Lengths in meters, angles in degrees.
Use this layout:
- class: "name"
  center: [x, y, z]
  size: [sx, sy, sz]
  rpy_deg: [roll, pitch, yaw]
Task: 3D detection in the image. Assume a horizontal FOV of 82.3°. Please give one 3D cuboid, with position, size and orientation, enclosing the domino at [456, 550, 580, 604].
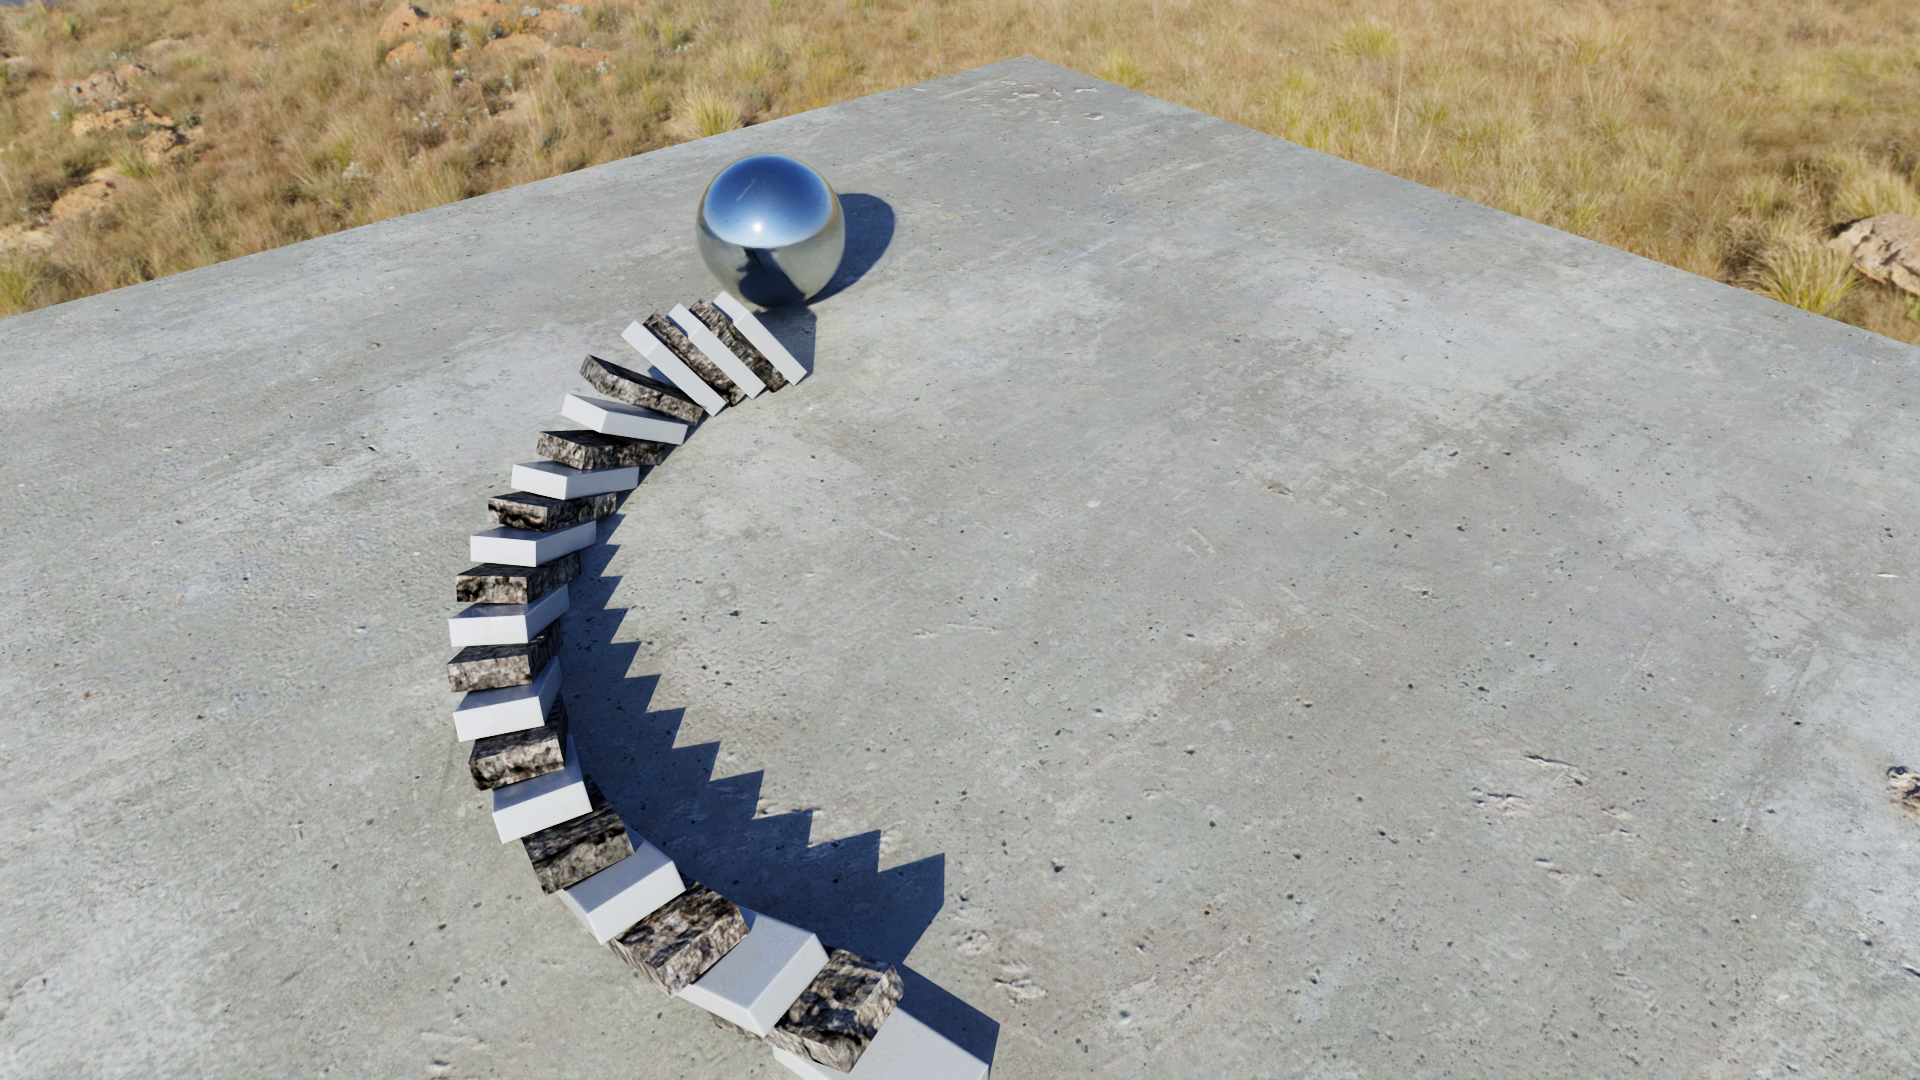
- class: "domino"
  center: [-0.163, 0.013, 0.409]
  size: [0.025, 0.009, 0.050]
  rpy_deg: [2, 10, 2]

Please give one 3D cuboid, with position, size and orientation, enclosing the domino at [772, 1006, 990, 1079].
- class: "domino"
  center: [-0.020, 0.133, 0.281]
  size: [0.050, 0.009, 0.025]
  rpy_deg: [22, 44, 25]

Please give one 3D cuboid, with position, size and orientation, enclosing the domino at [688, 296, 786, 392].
- class: "domino"
  center: [-0.106, -0.093, 0.528]
  size: [0.010, 0.050, 0.025]
  rpy_deg: [-47, 51, -2]

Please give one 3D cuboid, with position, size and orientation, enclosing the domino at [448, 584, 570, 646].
- class: "domino"
  center: [-0.160, 0.026, 0.393]
  size: [0.025, 0.009, 0.050]
  rpy_deg: [-3, 10, -3]

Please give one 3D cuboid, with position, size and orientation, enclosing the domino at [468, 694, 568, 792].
- class: "domino"
  center: [-0.139, 0.063, 0.348]
  size: [0.025, 0.010, 0.050]
  rpy_deg: [-14, 12, -16]

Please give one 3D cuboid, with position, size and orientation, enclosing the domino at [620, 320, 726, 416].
- class: "domino"
  center: [-0.132, -0.079, 0.510]
  size: [0.010, 0.050, 0.025]
  rpy_deg: [-48, 52, -4]

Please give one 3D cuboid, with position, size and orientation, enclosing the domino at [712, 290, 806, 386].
- class: "domino"
  center: [-0.097, -0.097, 0.532]
  size: [0.009, 0.050, 0.025]
  rpy_deg: [-47, 51, -2]

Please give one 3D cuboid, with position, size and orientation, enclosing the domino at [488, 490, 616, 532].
- class: "domino"
  center: [-0.163, -0.014, 0.442]
  size: [0.025, 0.009, 0.050]
  rpy_deg: [9, 11, 11]

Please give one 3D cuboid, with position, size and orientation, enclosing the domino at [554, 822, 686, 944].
- class: "domino"
  center: [-0.099, 0.094, 0.310]
  size: [0.025, 0.010, 0.050]
  rpy_deg: [-28, 18, -31]

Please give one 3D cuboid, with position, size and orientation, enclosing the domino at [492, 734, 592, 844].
- class: "domino"
  center: [-0.128, 0.074, 0.334]
  size: [0.025, 0.010, 0.050]
  rpy_deg: [-18, 13, -20]

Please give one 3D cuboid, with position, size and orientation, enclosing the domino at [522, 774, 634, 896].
- class: "domino"
  center: [-0.114, 0.085, 0.322]
  size: [0.025, 0.010, 0.050]
  rpy_deg: [-23, 16, -25]

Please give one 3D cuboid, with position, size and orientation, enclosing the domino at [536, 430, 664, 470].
- class: "domino"
  center: [-0.154, -0.040, 0.473]
  size: [0.025, 0.009, 0.050]
  rpy_deg: [18, 13, 21]

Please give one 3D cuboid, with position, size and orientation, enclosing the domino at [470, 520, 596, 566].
- class: "domino"
  center: [-0.164, 0.000, 0.425]
  size: [0.025, 0.010, 0.050]
  rpy_deg: [5, 10, 6]

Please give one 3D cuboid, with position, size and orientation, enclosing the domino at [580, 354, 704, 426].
- class: "domino"
  center: [-0.145, -0.068, 0.502]
  size: [0.050, 0.009, 0.025]
  rpy_deg: [19, 14, -47]

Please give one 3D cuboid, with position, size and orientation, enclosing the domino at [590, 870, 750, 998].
- class: "domino"
  center: [-0.082, 0.104, 0.300]
  size: [0.025, 0.010, 0.050]
  rpy_deg: [-34, 25, -35]

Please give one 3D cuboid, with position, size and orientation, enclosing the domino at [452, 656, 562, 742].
- class: "domino"
  center: [-0.148, 0.051, 0.363]
  size: [0.025, 0.010, 0.050]
  rpy_deg: [-10, 11, -12]

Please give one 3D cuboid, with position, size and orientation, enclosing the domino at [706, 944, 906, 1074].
- class: "domino"
  center: [-0.041, 0.117, 0.283]
  size: [0.050, 0.009, 0.025]
  rpy_deg: [-3, 30, 39]

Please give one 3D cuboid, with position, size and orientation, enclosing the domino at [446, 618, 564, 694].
- class: "domino"
  center: [-0.155, 0.039, 0.378]
  size: [0.025, 0.009, 0.050]
  rpy_deg: [-6, 10, -8]

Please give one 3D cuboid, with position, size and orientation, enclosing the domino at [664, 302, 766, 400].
- class: "domino"
  center: [-0.116, -0.089, 0.523]
  size: [0.010, 0.050, 0.025]
  rpy_deg: [-47, 51, -2]

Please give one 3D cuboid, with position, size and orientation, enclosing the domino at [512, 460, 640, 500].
- class: "domino"
  center: [-0.159, -0.026, 0.457]
  size: [0.025, 0.010, 0.050]
  rpy_deg: [13, 12, 15]

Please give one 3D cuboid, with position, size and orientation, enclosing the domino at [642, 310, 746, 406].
- class: "domino"
  center: [-0.125, -0.085, 0.517]
  size: [0.009, 0.050, 0.025]
  rpy_deg: [-47, 51, -2]

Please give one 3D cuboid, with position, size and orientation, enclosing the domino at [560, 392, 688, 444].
- class: "domino"
  center: [-0.148, -0.053, 0.487]
  size: [0.025, 0.010, 0.050]
  rpy_deg: [24, 9, 26]

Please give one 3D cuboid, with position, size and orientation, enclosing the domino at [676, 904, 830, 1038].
- class: "domino"
  center: [-0.061, 0.111, 0.291]
  size: [0.050, 0.009, 0.025]
  rpy_deg: [-1, 31, 43]

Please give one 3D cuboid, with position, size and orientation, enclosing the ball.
- class: "ball"
  center: [-0.101, -0.165, 0.590]
  size: [0.080, 0.080, 0.080]
  rpy_deg: [0, 39, 0]
